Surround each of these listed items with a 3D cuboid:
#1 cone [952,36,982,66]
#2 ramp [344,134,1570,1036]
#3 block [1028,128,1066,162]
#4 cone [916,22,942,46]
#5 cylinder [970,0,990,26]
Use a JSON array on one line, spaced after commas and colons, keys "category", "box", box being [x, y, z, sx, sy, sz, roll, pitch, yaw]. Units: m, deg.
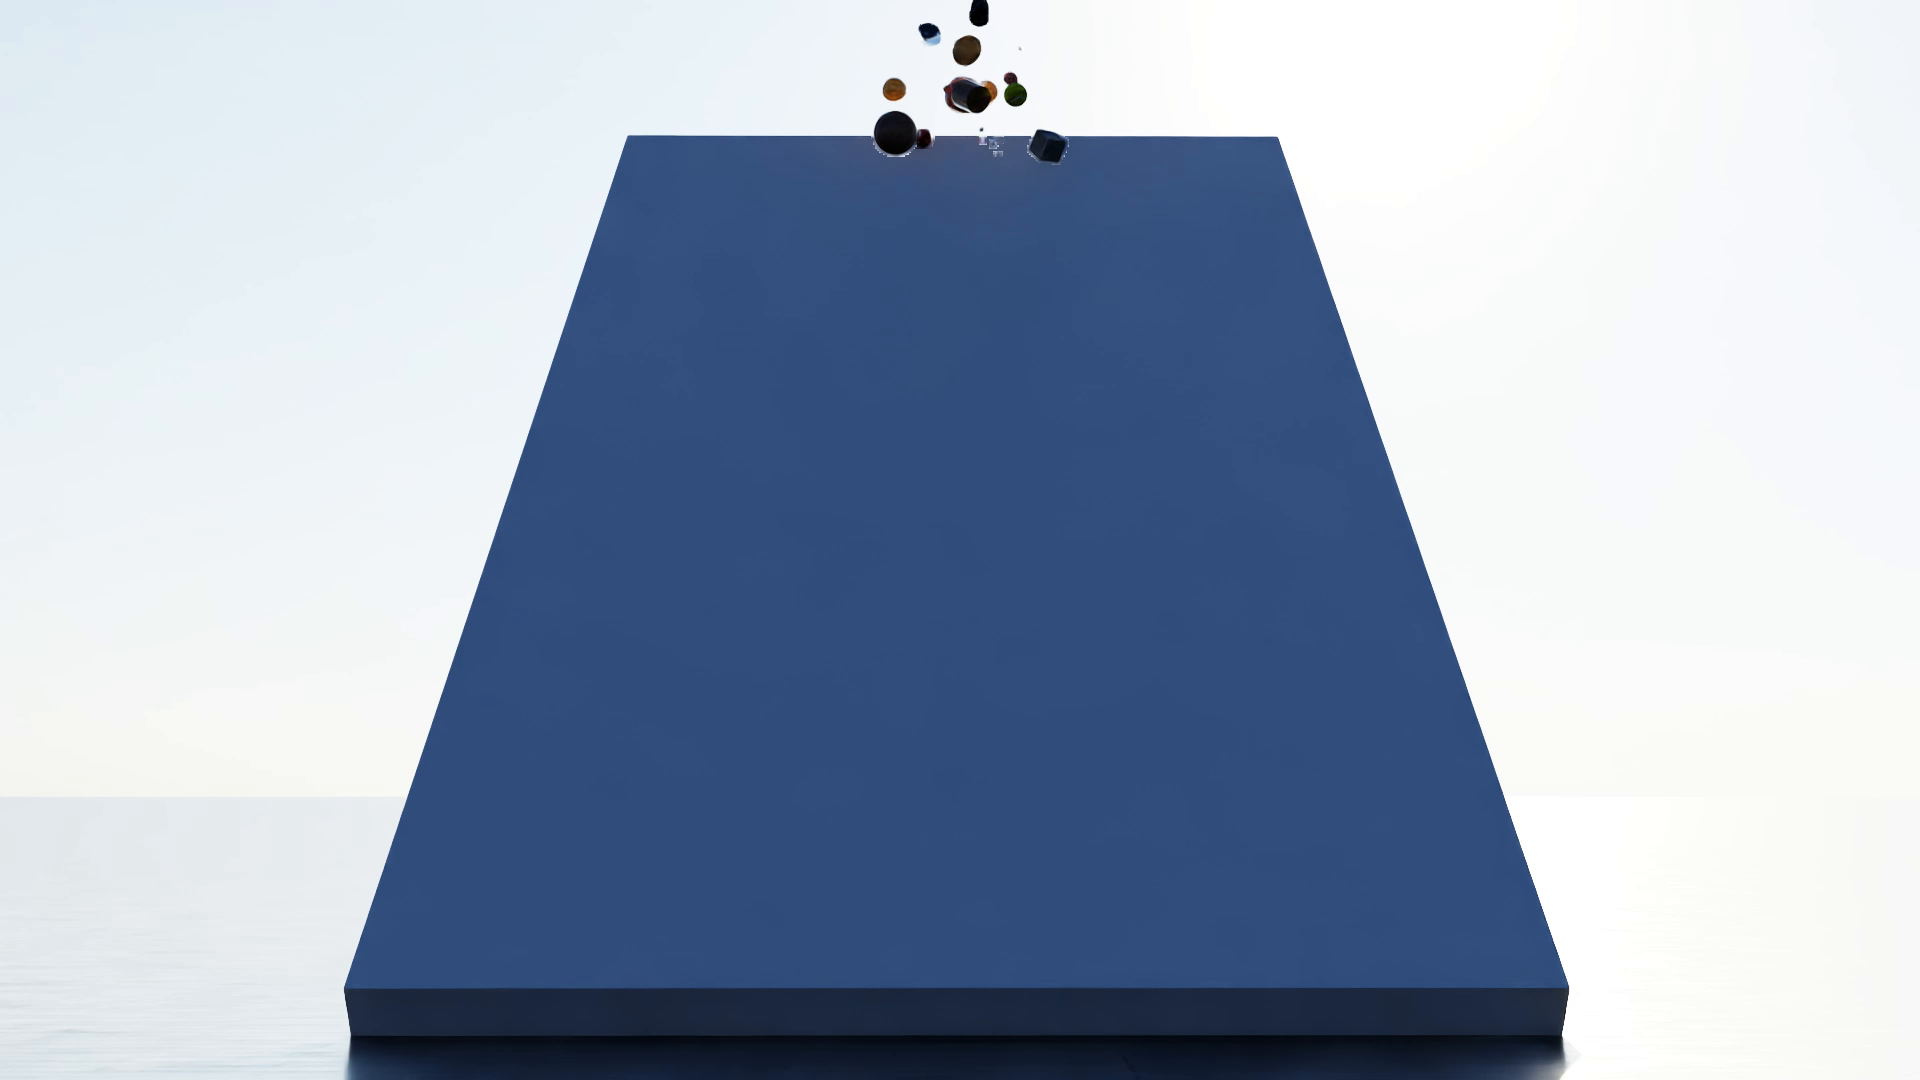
[{"category": "cone", "box": [0.002, -1.473, 7.179, 0.095, 0.095, 0.095, 3, 27, -28]}, {"category": "ramp", "box": [-0.013, -0.213, 5.691, 2.000, 0.100, 4.000, 0, 30, 0]}, {"category": "block", "box": [0.258, -1.161, 7.098, 0.070, 0.070, 0.070, 1, 33, -35]}, {"category": "cone", "box": [-0.102, -1.457, 7.030, 0.077, 0.077, 0.077, 2, -16, -20]}, {"category": "cylinder", "box": [0.057, -1.544, 7.058, 0.057, 0.057, 0.057, 3, -41, 2]}]
